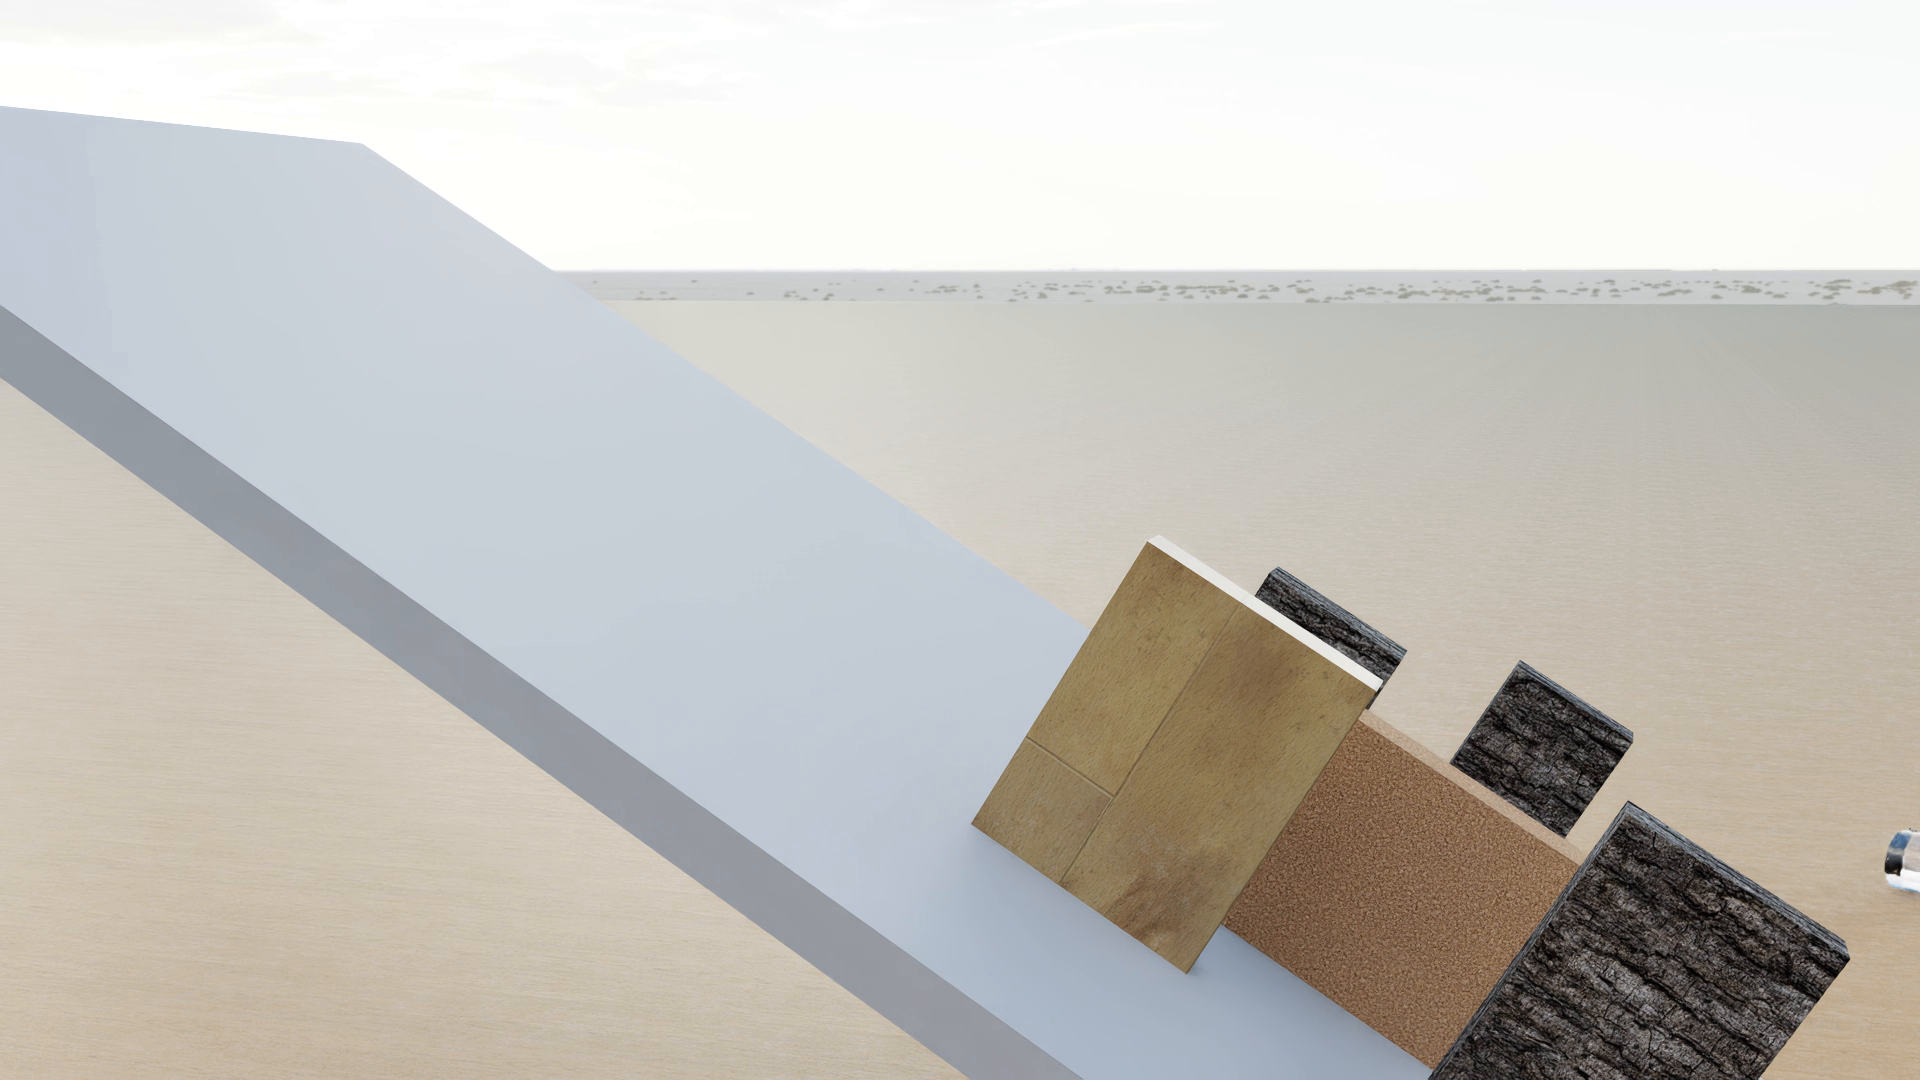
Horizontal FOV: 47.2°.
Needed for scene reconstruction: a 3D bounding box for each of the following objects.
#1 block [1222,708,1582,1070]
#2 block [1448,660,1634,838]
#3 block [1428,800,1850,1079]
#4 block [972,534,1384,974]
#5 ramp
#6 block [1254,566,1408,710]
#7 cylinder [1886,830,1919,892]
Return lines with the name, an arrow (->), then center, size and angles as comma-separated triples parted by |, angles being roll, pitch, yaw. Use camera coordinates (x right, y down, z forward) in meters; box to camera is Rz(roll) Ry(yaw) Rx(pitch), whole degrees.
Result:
block -> 0.747, 0.592, 3.765 | 0.443, 0.438, 0.101 | 34, 15, 11
block -> 1.004, 0.538, 4.173 | 0.246, 0.578, 0.090 | 34, 15, 11
block -> 0.902, 0.744, 3.111 | 0.343, 0.673, 0.086 | 34, 15, 11
block -> 0.344, 0.345, 3.546 | 0.425, 0.560, 0.091 | 34, 15, 11
ramp -> -0.161, 0.266, 4.116 | 4.000, 0.100, 2.000 | 34, 15, 11
block -> 0.684, 0.318, 4.608 | 0.321, 0.406, 0.119 | 34, 15, 11
cylinder -> 2.896, 0.972, 6.575 | 0.176, 0.176, 0.176 | -5, 9, -38
